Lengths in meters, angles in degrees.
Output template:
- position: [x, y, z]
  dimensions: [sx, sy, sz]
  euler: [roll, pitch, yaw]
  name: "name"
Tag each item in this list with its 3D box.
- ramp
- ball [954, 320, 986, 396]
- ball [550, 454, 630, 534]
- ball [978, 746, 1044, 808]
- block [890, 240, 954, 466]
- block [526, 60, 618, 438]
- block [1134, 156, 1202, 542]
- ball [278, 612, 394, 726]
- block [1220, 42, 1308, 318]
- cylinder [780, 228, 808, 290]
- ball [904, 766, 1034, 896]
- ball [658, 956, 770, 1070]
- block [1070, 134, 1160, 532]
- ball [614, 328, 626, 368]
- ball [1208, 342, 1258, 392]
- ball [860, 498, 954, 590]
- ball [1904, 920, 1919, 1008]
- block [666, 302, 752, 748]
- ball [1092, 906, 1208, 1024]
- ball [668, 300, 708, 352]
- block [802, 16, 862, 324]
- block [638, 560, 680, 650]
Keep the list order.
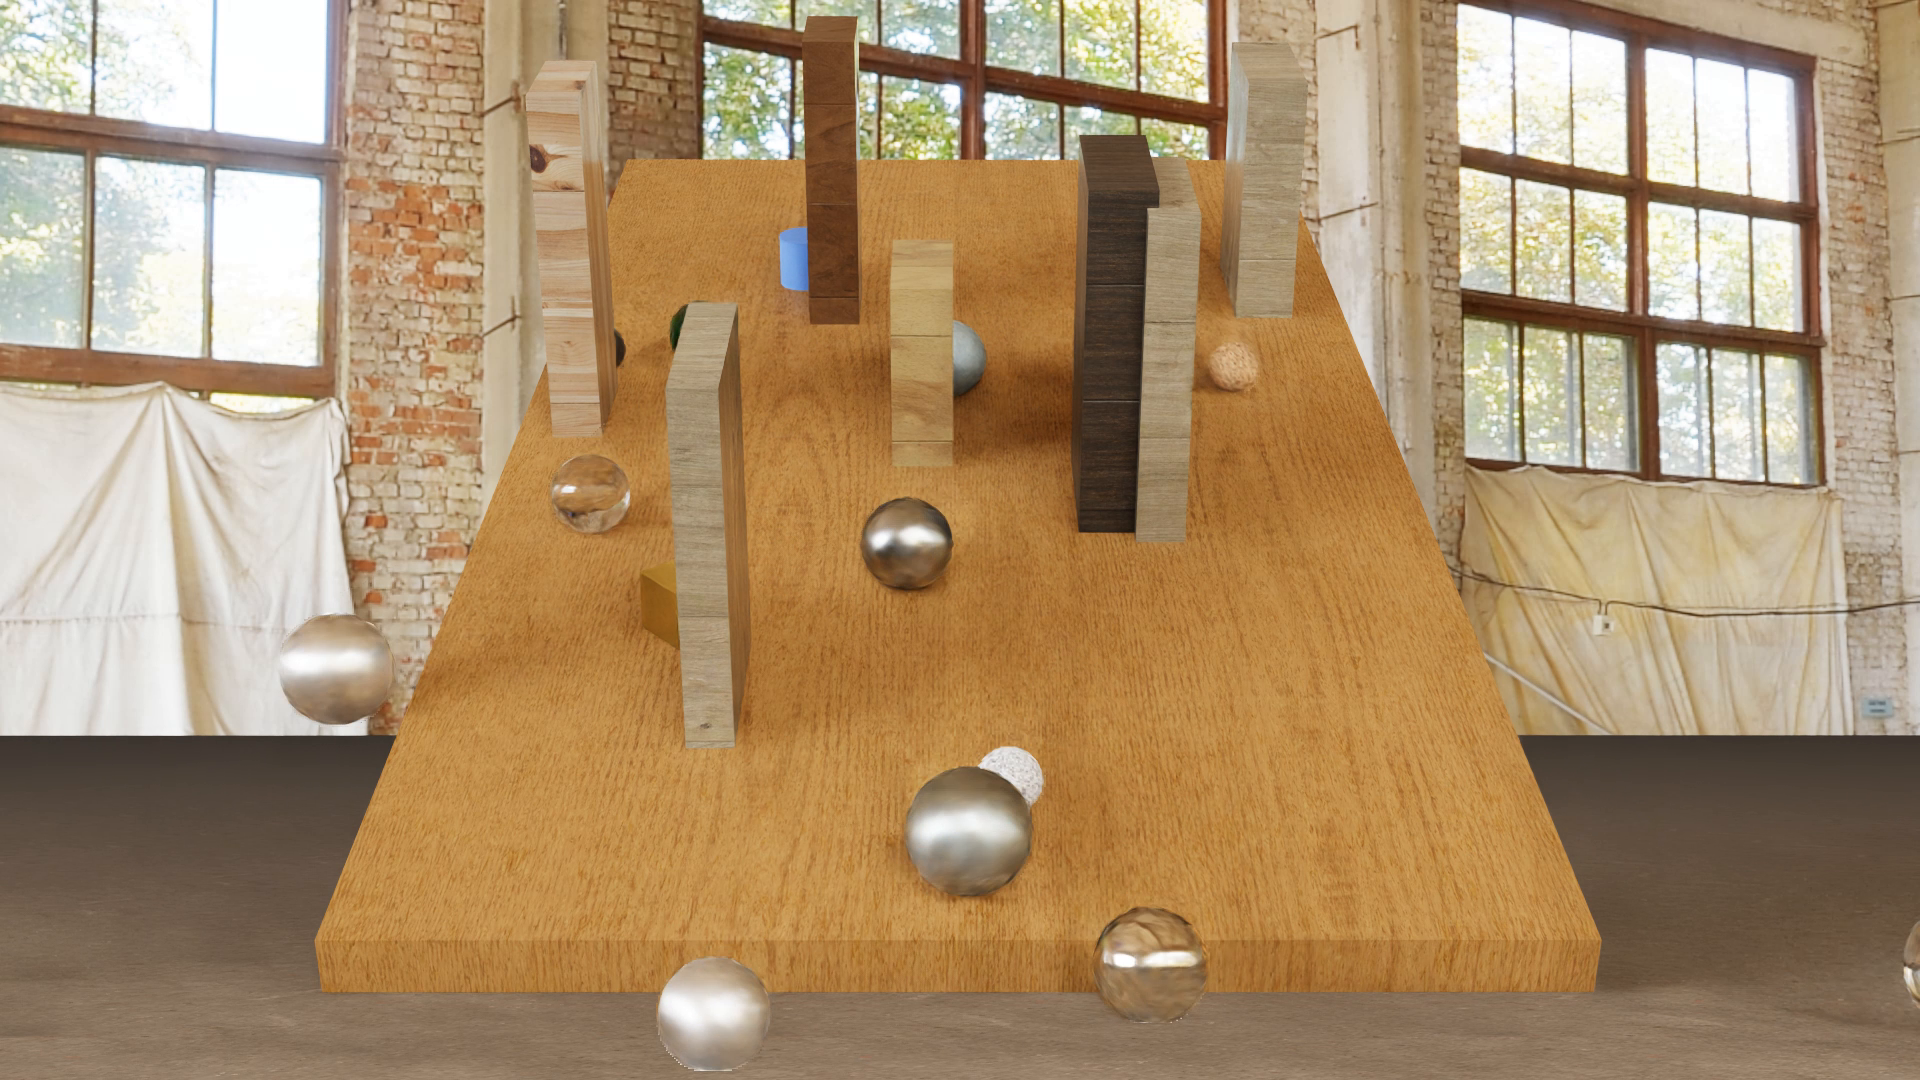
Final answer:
- position: [-0.010, -0.228, 5.485]
  dimensions: [2.000, 0.100, 4.000]
  euler: [0, 27, 0]
  name: "ramp"
- position: [-0.029, -0.427, 5.569]
  dimensions: [0.182, 0.182, 0.182]
  euler: [0, -5, 0]
  name: "ball"
- position: [-0.769, -0.096, 4.919]
  dimensions: [0.166, 0.166, 0.166]
  euler: [0, -5, 0]
  name: "ball"
- position: [0.083, 0.405, 3.981]
  dimensions: [0.115, 0.115, 0.115]
  euler: [0, -5, 0]
  name: "ball"
- position: [-0.083, -0.421, 5.293]
  dimensions: [0.135, 0.417, 0.318]
  euler: [0, 27, 0]
  name: "block"
- position: [-0.870, -0.654, 5.335]
  dimensions: [0.112, 0.793, 0.294]
  euler: [0, 27, 0]
  name: "block"
- position: [0.416, -0.398, 4.922]
  dimensions: [0.103, 0.710, 0.380]
  euler: [0, 27, 0]
  name: "block"
- position: [-1.127, 0.233, 4.275]
  dimensions: [0.204, 0.204, 0.204]
  euler: [0, -5, 0]
  name: "ball"
- position: [0.779, -0.931, 6.100]
  dimensions: [0.145, 0.613, 0.392]
  euler: [0, 27, 0]
  name: "block"
- position: [-0.411, -0.744, 6.259]
  dimensions: [0.130, 0.130, 0.130]
  euler: [0, 27, 0]
  name: "cylinder"
- position: [0.014, 0.463, 3.762]
  dimensions: [0.206, 0.206, 0.206]
  euler: [0, -5, 0]
  name: "ball"
- position: [-0.299, 0.575, 2.874]
  dimensions: [0.137, 0.137, 0.137]
  euler: [0, -5, 0]
  name: "ball"
- position: [0.319, -0.431, 4.948]
  dimensions: [0.139, 0.746, 0.369]
  euler: [0, 27, 0]
  name: "block"
- position: [-0.868, -0.460, 5.697]
  dimensions: [0.122, 0.122, 0.122]
  euler: [0, -5, 0]
  name: "ball"
- position: [0.649, -0.411, 5.611]
  dimensions: [0.119, 0.119, 0.119]
  euler: [0, -5, 0]
  name: "ball"
- position: [-0.106, 0.007, 4.697]
  dimensions: [0.184, 0.184, 0.184]
  euler: [0, -5, 0]
  name: "ball"
- position: [1.357, 0.568, 3.139]
  dimensions: [0.195, 0.195, 0.195]
  euler: [0, -5, 0]
  name: "ball"
- position: [-0.441, -0.028, 4.201]
  dimensions: [0.087, 0.689, 0.395]
  euler: [0, 27, 0]
  name: "block"
- position: [0.268, 0.599, 3.338]
  dimensions: [0.163, 0.163, 0.163]
  euler: [0, -5, 0]
  name: "ball"
- position: [-0.628, -0.502, 5.743]
  dimensions: [0.158, 0.158, 0.158]
  euler: [0, -5, 0]
  name: "ball"
- position: [-0.319, -0.929, 5.962]
  dimensions: [0.126, 0.727, 0.248]
  euler: [0, 27, 0]
  name: "block"
- position: [-0.529, 0.118, 4.544]
  dimensions: [0.121, 0.121, 0.121]
  euler: [-21, 34, -36]
  name: "block"
